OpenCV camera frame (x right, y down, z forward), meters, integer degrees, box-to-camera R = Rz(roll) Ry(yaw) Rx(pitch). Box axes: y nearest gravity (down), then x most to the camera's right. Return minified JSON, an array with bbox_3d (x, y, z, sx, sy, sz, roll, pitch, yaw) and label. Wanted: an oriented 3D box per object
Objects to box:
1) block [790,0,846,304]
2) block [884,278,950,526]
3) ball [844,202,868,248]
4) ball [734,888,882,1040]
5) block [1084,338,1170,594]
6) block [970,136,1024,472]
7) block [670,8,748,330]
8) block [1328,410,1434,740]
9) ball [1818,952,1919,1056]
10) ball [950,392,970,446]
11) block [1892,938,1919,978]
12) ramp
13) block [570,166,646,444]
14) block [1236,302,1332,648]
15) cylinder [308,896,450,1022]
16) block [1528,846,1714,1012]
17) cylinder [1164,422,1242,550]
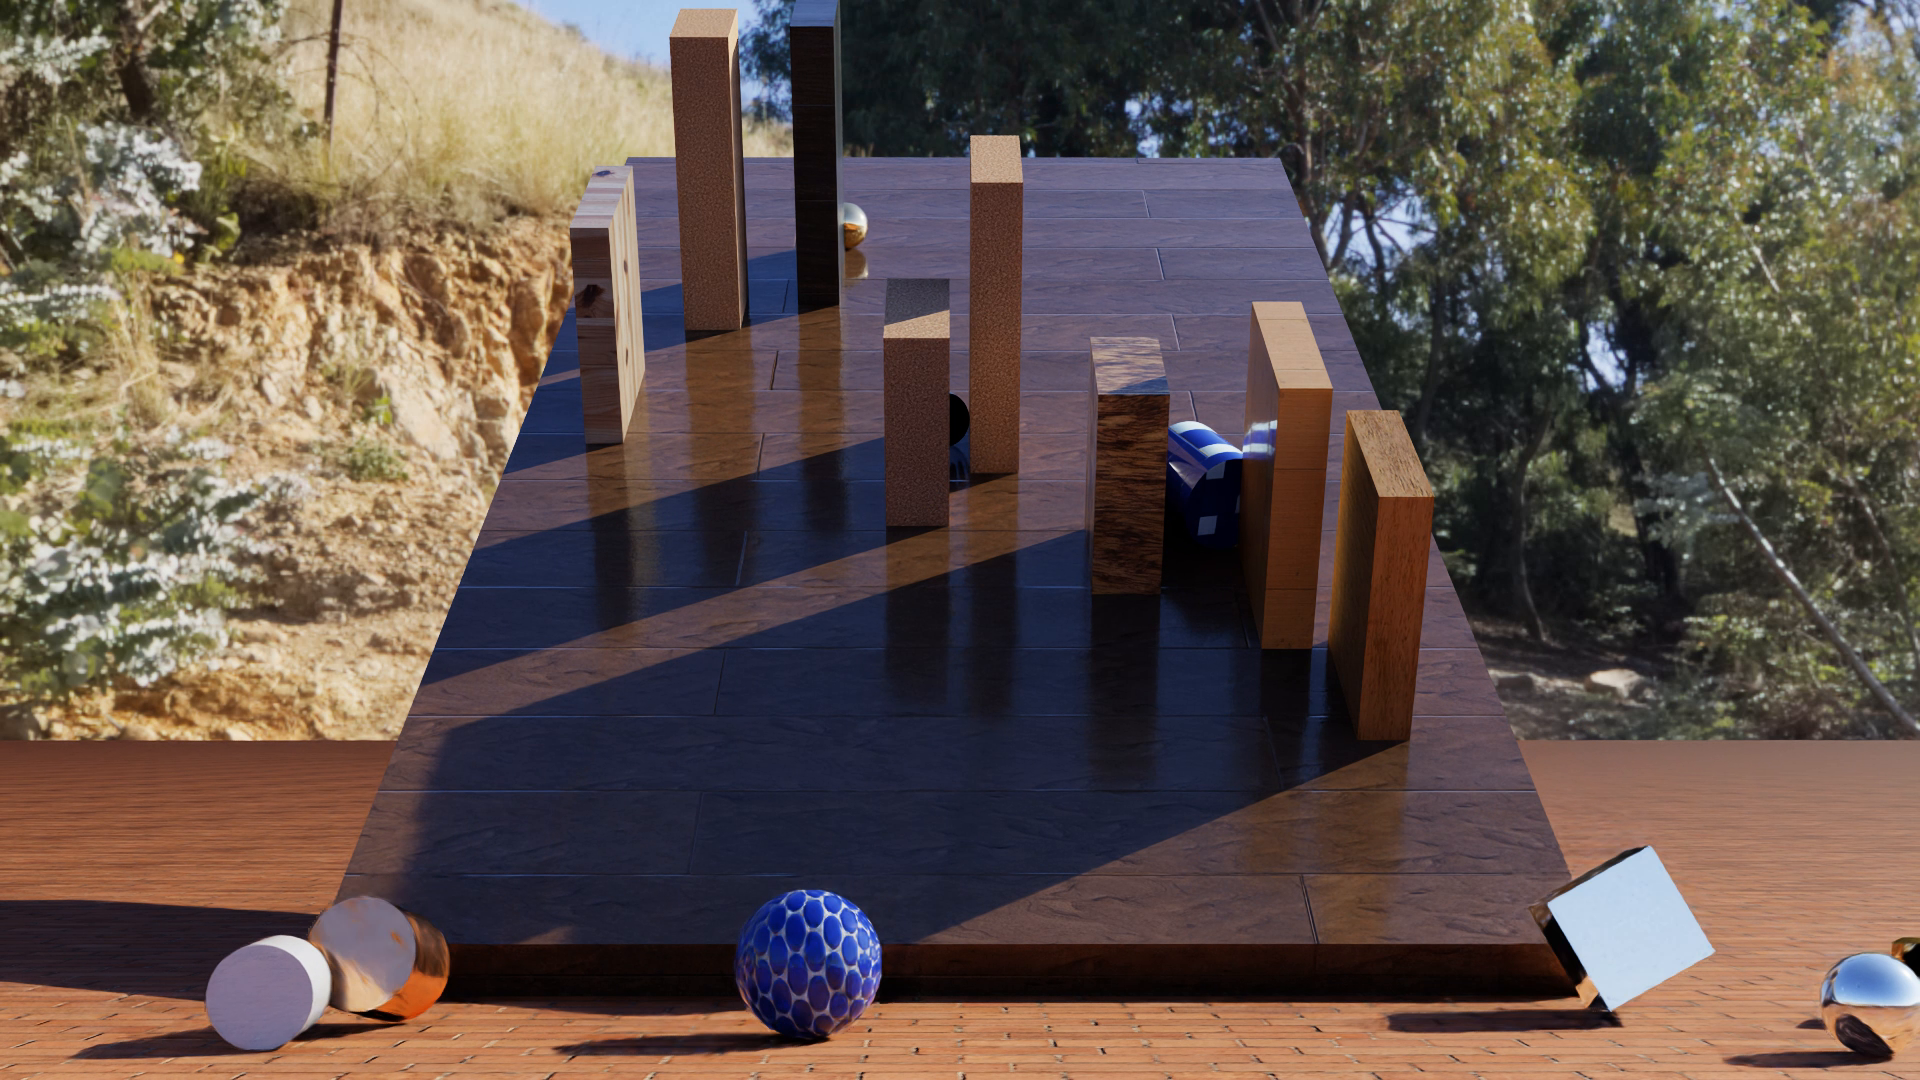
[{"bbox_3d":[-0.367,-1.021,6.152,0.108,0.730,0.375,0,27,0],"label":"block"},{"bbox_3d":[-0.090,-0.298,5.059,0.134,0.426,0.344,0,27,0],"label":"block"},{"bbox_3d":[-0.314,-0.864,6.512,0.126,0.126,0.126,0,-5,0],"label":"ball"},{"bbox_3d":[-0.206,0.576,3.222,0.202,0.202,0.202,0,-5,0],"label":"ball"},{"bbox_3d":[0.332,-0.151,4.763,0.137,0.434,0.292,0,27,0],"label":"block"},{"bbox_3d":[0.076,-0.521,5.232,0.107,0.669,0.327,0,27,0],"label":"block"},{"bbox_3d":[-0.625,-0.927,5.944,0.141,0.749,0.271,0,27,0],"label":"block"},{"bbox_3d":[0.758,0.060,4.293,0.095,0.483,0.365,0,27,0],"label":"block"},{"bbox_3d":[1.176,0.597,3.051,0.132,0.132,0.132,0,-5,0],"label":"ball"},{"bbox_3d":[-0.043,-0.272,5.337,0.130,0.130,0.130,0,-5,0],"label":"ball"},{"bbox_3d":[1.416,0.637,3.423,0.113,0.113,0.113,-3,-5,29],"label":"block"},{"bbox_3d":[-0.010,-0.227,5.503,2.000,0.100,4.000,0,27,0],"label":"ramp"},{"bbox_3d":[-0.807,-0.547,5.451,0.085,0.514,0.435,0,27,0],"label":"block"},{"bbox_3d":[0.626,-0.131,4.607,0.097,0.541,0.435,0,27,0],"label":"block"},{"bbox_3d":[-0.819,0.592,3.336,0.158,0.158,0.158,0,-16,6],"label":"cylinder"},{"bbox_3d":[0.973,0.574,3.498,0.174,0.174,0.174,-29,-11,-1],"label":"block"},{"bbox_3d":[0.510,-0.116,4.950,0.204,0.204,0.204,3,23,-28],"label":"cylinder"}]
